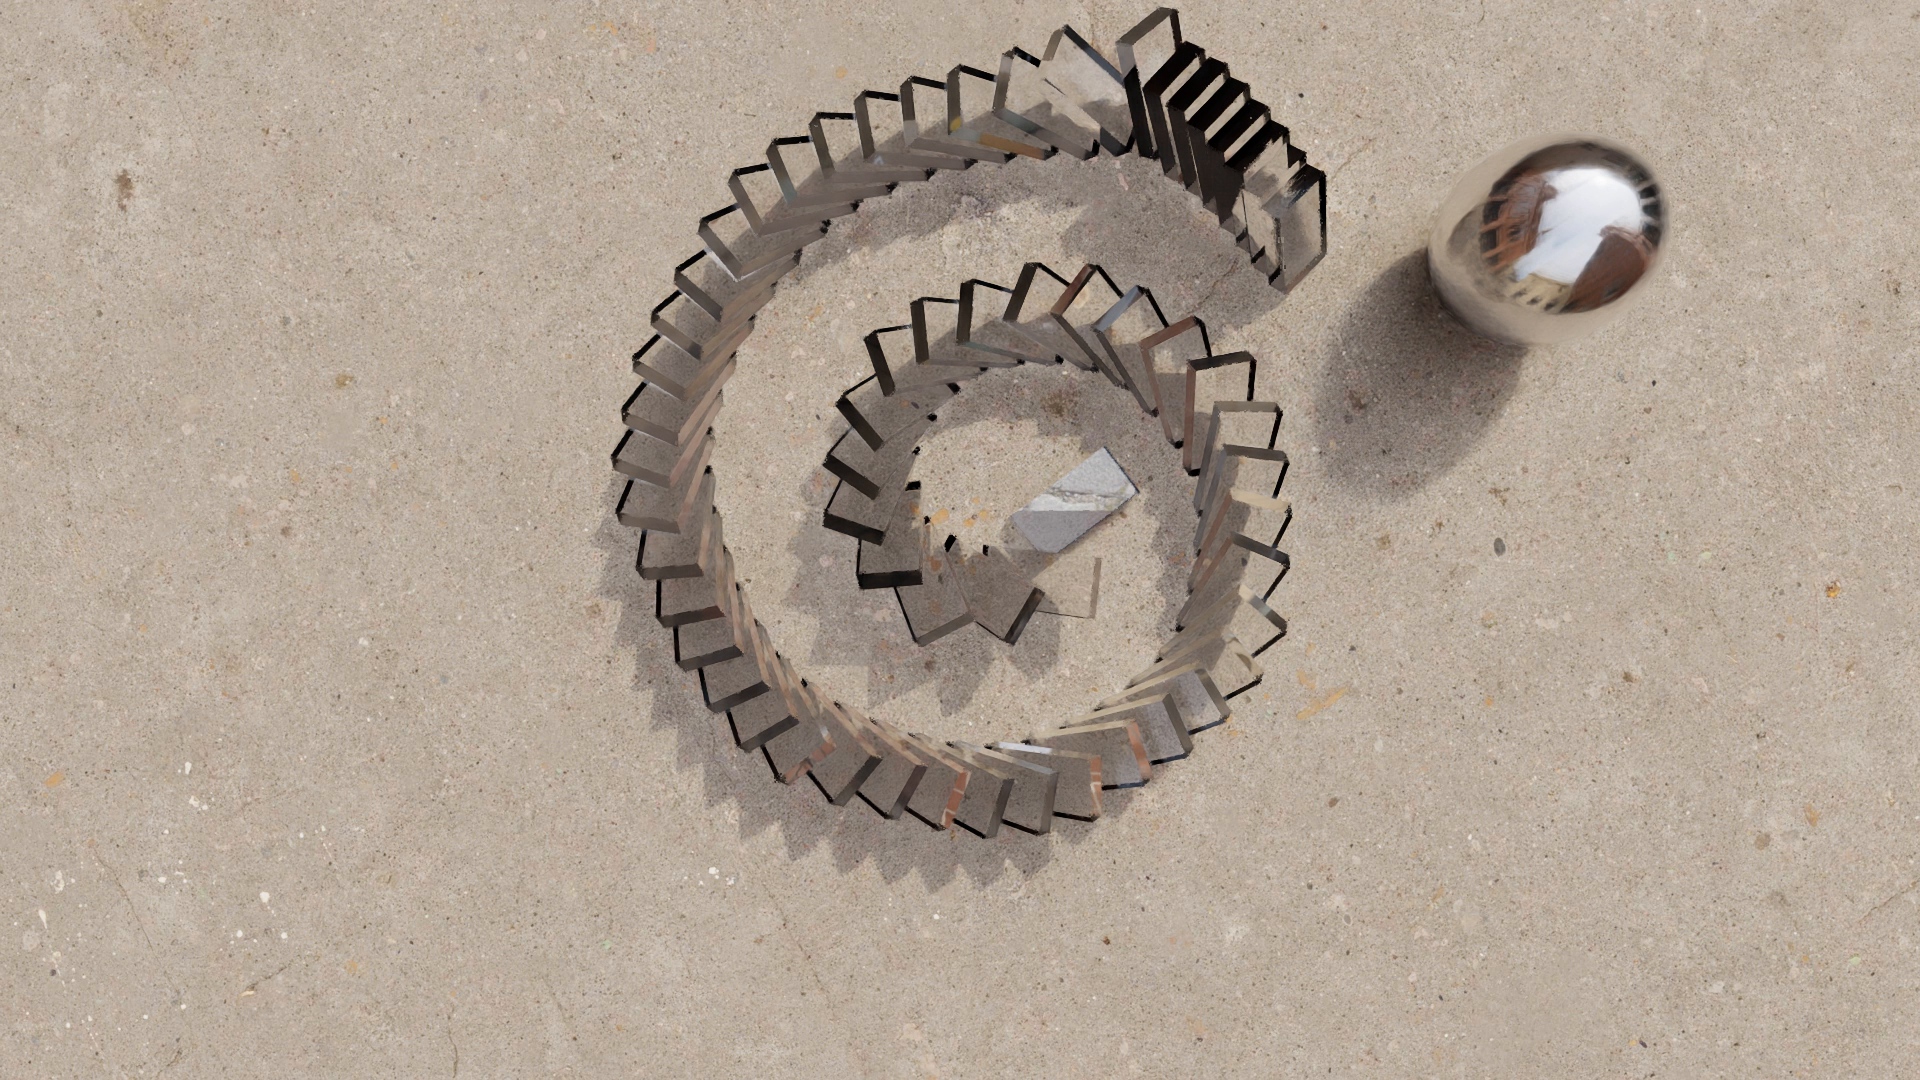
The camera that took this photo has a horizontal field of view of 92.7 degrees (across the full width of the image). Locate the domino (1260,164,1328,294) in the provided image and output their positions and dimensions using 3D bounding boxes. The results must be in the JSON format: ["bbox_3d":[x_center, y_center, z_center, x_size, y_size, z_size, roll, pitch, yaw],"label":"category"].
[{"bbox_3d":[0.138,-0.126,0.376,0.025,0.050,0.009,-45,60,0],"label":"domino"}]

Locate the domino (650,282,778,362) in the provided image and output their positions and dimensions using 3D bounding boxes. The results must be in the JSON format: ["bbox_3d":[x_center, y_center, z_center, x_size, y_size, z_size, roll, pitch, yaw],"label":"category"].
[{"bbox_3d":[-0.102,-0.099,0.382,0.025,0.009,0.050,36,57,0],"label":"domino"}]

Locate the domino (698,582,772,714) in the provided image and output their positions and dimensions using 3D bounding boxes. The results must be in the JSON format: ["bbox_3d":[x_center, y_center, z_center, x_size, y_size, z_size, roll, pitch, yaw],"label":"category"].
[{"bbox_3d":[-0.097,0.044,0.382,0.025,0.010,0.050,-24,56,0],"label":"domino"}]

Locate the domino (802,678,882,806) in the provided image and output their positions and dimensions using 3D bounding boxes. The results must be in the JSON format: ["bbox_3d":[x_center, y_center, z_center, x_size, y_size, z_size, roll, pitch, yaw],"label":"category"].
[{"bbox_3d":[-0.057,0.084,0.382,0.025,0.010,0.050,-50,55,0],"label":"domino"}]

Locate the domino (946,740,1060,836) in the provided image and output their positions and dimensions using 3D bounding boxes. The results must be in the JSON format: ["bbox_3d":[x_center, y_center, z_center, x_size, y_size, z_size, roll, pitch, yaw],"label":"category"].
[{"bbox_3d":[0.015,0.103,0.382,0.050,0.009,0.025,9,91,34],"label":"domino"}]

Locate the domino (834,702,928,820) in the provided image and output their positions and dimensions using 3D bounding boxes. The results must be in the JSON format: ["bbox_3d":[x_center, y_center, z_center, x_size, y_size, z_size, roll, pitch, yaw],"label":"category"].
[{"bbox_3d":[-0.039,0.091,0.382,0.050,0.009,0.025,29,90,34],"label":"domino"}]

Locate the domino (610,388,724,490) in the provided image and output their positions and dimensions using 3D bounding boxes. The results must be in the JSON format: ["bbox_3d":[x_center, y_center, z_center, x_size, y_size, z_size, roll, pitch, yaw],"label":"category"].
[{"bbox_3d":[-0.121,-0.046,0.382,0.025,0.010,0.050,19,56,1],"label":"domino"}]

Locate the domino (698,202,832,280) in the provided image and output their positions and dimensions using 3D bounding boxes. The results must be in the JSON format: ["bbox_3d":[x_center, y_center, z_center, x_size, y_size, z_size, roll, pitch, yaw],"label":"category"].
[{"bbox_3d":[-0.081,-0.130,0.382,0.025,0.010,0.050,50,56,0],"label":"domino"}]

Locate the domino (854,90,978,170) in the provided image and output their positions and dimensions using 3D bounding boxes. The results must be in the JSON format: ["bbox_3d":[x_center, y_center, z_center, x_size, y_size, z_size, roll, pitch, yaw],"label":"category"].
[{"bbox_3d":[-0.018,-0.170,0.382,0.050,0.009,0.025,-10,90,-33],"label":"domino"}]

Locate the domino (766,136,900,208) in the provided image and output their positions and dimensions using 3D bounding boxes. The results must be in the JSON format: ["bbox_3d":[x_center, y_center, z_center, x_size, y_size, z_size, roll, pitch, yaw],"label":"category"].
[{"bbox_3d":[-0.053,-0.155,0.382,0.050,0.010,0.025,-22,89,-34],"label":"domino"}]

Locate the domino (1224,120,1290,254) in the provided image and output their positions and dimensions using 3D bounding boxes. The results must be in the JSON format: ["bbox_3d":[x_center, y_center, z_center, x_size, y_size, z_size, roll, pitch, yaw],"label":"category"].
[{"bbox_3d":[0.124,-0.143,0.376,0.025,0.050,0.010,-45,60,0],"label":"domino"}]

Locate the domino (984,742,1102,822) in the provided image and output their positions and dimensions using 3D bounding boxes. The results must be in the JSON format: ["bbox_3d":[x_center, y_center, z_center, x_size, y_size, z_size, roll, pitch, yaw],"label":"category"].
[{"bbox_3d":[0.034,0.100,0.382,0.050,0.010,0.025,-1,90,35],"label":"domino"}]

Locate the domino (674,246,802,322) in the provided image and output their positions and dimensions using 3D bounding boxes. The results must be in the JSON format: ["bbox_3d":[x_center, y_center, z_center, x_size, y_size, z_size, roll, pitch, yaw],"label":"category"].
[{"bbox_3d":[-0.092,-0.114,0.382,0.025,0.010,0.050,40,57,0],"label":"domino"}]

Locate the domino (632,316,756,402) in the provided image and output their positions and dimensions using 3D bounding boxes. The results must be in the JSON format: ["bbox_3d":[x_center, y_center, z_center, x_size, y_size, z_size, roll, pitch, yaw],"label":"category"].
[{"bbox_3d":[-0.110,-0.082,0.382,0.025,0.009,0.050,31,57,0],"label":"domino"}]

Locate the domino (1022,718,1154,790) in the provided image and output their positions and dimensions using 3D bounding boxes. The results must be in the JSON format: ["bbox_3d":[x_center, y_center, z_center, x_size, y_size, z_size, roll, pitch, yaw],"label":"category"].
[{"bbox_3d":[0.052,0.091,0.382,0.050,0.010,0.025,-17,90,35],"label":"domino"}]

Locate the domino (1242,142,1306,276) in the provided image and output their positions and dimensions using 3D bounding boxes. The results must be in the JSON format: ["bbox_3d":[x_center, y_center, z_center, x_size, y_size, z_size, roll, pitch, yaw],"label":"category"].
[{"bbox_3d":[0.130,-0.134,0.376,0.025,0.050,0.009,-45,60,0],"label":"domino"}]

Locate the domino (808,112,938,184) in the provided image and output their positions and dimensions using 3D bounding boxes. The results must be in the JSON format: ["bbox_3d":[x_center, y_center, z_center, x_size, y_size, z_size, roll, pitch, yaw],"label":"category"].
[{"bbox_3d":[-0.036,-0.163,0.382,0.050,0.010,0.025,-16,89,-33],"label":"domino"}]

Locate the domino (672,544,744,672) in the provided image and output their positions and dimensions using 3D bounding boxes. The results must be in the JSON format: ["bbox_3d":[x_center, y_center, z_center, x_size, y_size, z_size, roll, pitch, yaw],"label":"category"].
[{"bbox_3d":[-0.106,0.028,0.382,0.025,0.010,0.050,-16,57,0],"label":"domino"}]

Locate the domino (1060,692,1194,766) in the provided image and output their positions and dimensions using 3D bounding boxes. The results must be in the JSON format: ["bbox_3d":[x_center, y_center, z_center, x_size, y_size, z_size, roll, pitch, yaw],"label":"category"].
[{"bbox_3d":[0.069,0.082,0.382,0.050,0.009,0.025,-24,90,34],"label":"domino"}]

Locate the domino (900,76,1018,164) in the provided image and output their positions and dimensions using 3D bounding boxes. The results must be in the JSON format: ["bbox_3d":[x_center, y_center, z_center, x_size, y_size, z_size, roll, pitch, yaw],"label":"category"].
[{"bbox_3d":[0.000,-0.175,0.382,0.050,0.009,0.025,-6,90,-33],"label":"domino"}]

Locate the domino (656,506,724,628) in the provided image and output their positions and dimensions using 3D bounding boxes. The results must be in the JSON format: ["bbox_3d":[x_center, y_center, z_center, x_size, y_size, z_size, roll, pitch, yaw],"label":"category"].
[{"bbox_3d":[-0.112,0.011,0.382,0.025,0.010,0.050,-11,57,0],"label":"domino"}]

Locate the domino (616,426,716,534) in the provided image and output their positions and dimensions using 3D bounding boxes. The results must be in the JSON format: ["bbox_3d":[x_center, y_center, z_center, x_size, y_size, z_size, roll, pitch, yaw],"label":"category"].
[{"bbox_3d":[-0.122,-0.027,0.382,0.025,0.010,0.050,9,56,0],"label":"domino"}]

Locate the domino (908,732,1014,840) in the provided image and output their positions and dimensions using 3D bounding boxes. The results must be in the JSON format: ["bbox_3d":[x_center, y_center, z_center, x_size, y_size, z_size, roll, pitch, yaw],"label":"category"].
[{"bbox_3d":[-0.004,0.102,0.382,0.050,0.010,0.025,18,90,34],"label":"domino"}]

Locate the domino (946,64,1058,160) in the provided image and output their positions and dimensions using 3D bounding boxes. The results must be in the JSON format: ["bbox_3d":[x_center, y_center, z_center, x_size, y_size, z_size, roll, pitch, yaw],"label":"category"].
[{"bbox_3d":[0.018,-0.178,0.382,0.050,0.010,0.025,-1,90,-33],"label":"domino"}]

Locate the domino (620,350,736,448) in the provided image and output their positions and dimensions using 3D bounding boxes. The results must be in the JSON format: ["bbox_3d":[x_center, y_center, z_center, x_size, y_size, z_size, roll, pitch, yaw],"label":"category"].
[{"bbox_3d":[-0.116,-0.064,0.382,0.025,0.009,0.050,23,57,1],"label":"domino"}]

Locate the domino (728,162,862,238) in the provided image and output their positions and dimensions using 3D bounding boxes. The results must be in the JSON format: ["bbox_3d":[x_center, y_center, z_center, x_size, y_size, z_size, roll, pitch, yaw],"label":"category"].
[{"bbox_3d":[-0.068,-0.145,0.382,0.050,0.010,0.025,-28,89,-34],"label":"domino"}]

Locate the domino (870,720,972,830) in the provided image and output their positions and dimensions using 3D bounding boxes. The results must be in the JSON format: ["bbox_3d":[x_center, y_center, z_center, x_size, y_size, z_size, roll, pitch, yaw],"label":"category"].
[{"bbox_3d":[-0.021,0.097,0.382,0.050,0.010,0.025,22,90,34],"label":"domino"}]

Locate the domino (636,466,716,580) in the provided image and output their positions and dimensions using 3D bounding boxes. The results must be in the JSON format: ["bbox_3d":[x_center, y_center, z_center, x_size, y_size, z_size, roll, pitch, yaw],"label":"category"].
[{"bbox_3d":[-0.118,-0.008,0.382,0.025,0.009,0.050,-4,56,0],"label":"domino"}]

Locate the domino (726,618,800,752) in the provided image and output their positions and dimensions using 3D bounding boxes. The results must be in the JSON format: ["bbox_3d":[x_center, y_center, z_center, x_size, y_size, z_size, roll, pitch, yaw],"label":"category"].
[{"bbox_3d":[-0.087,0.060,0.382,0.025,0.010,0.050,-30,56,0],"label":"domino"}]

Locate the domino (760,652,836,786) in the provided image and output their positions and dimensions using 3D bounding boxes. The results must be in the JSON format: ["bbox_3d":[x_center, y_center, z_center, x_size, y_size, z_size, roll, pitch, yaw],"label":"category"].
[{"bbox_3d":[-0.074,0.074,0.382,0.025,0.010,0.050,-38,56,0],"label":"domino"}]
